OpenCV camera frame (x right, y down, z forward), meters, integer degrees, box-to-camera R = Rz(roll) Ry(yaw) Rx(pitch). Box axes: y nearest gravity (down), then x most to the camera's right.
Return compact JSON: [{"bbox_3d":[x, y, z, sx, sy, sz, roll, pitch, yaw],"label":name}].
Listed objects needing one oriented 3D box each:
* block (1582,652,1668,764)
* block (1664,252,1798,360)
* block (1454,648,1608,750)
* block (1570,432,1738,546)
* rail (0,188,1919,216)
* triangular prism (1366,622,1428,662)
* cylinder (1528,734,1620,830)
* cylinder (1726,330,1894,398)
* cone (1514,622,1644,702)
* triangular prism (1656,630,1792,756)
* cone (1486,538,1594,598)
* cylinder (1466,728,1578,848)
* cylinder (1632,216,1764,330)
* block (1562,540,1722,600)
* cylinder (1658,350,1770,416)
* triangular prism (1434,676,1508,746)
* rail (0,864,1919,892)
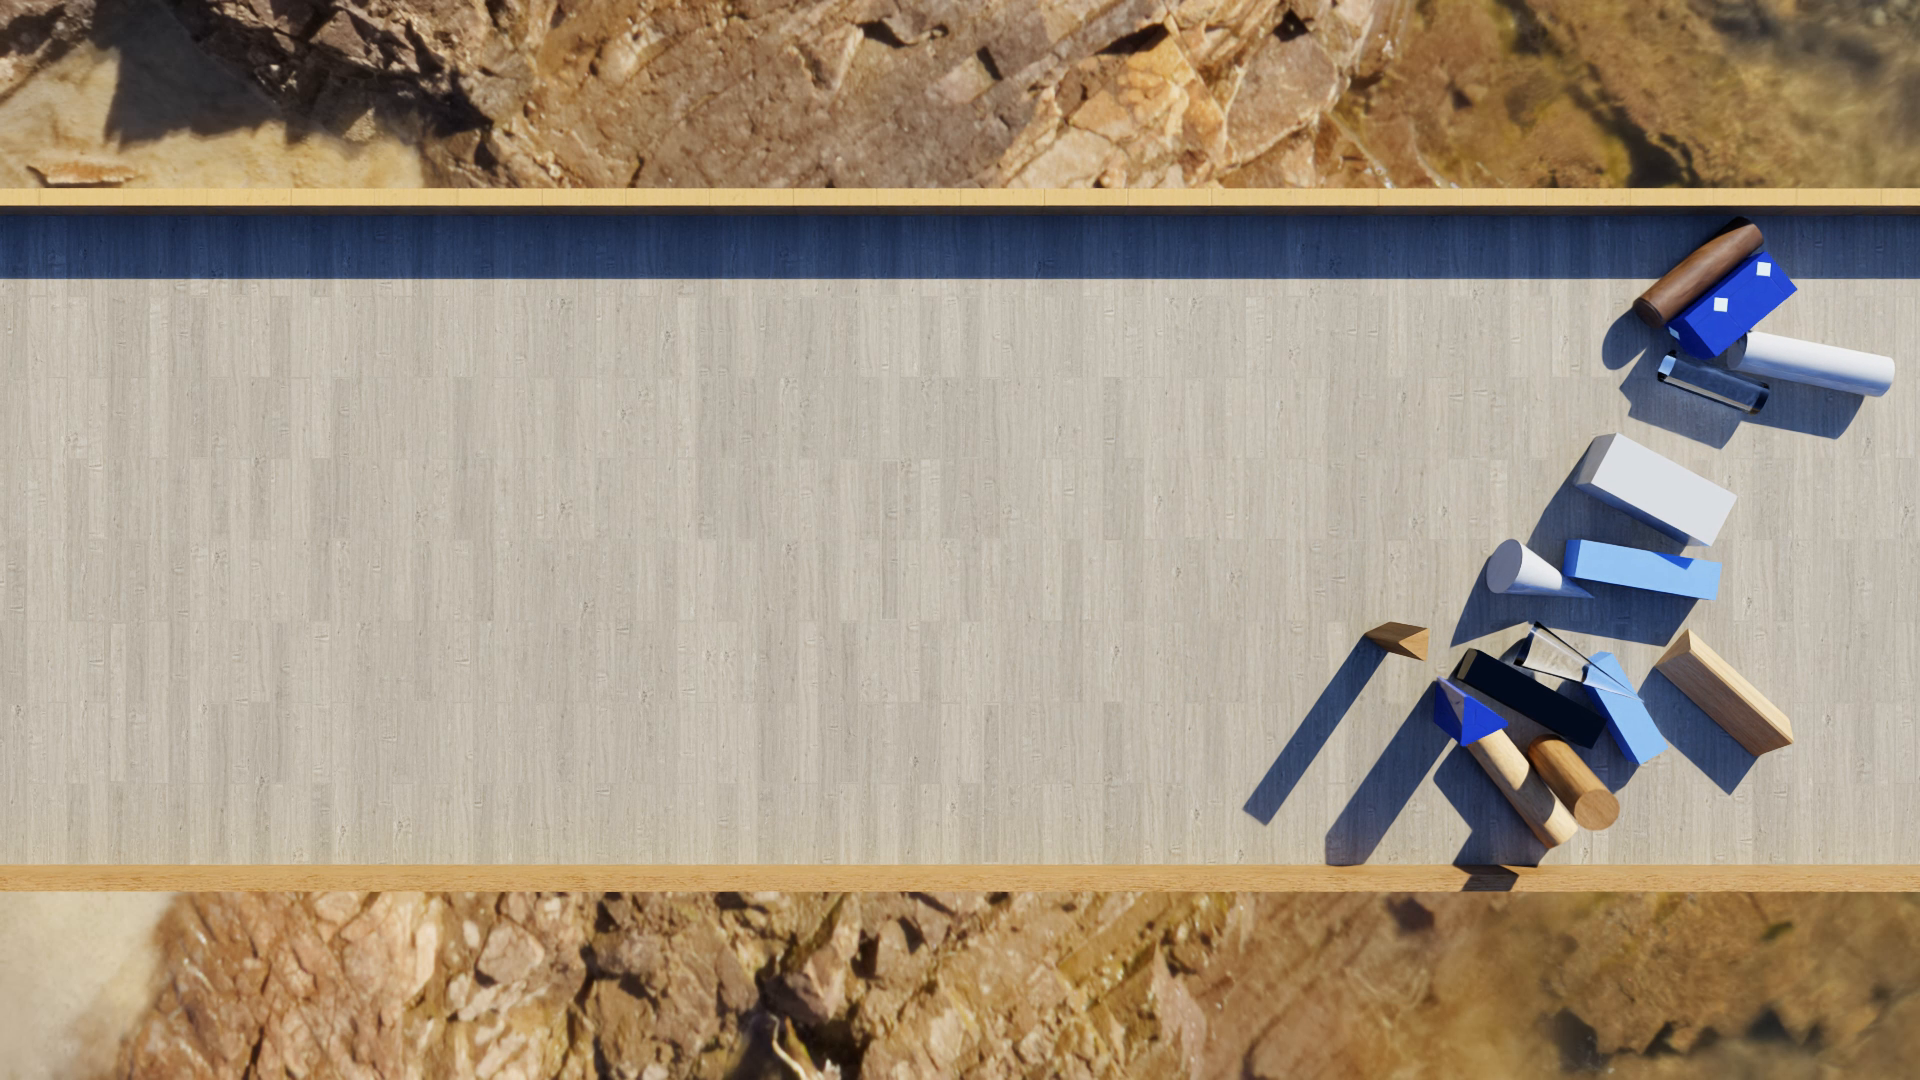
[{"bbox_3d":[2.011,0.510,5.026,0.100,0.100,0.332,-31,90,0],"label":"block"},{"bbox_3d":[2.334,-0.706,5.002,0.316,0.150,0.150,-40,90,0],"label":"block"},{"bbox_3d":[1.736,0.482,5.025,0.441,0.102,0.102,29,90,0],"label":"block"},{"bbox_3d":[2.096,-0.150,4.992,0.405,0.169,0.169,28,90,0],"label":"block"},{"bbox_3d":[-2.247,-1.025,5.002,12.000,0.150,0.050,0,90,0],"label":"rail"},{"bbox_3d":[1.304,0.284,4.873,0.093,0.407,0.080,35,90,0],"label":"triangular prism"},{"bbox_3d":[1.794,0.705,4.840,0.125,0.456,0.125,1,103,2],"label":"cylinder"},{"bbox_3d":[2.583,-0.537,5.014,0.450,0.125,0.125,11,90,0],"label":"cylinder"},{"bbox_3d":[1.870,0.395,4.941,0.376,0.151,0.151,28,90,20],"label":"cone"},{"bbox_3d":[2.341,0.469,5.006,0.415,0.133,0.154,42,90,0],"label":"triangular prism"},{"bbox_3d":[1.802,0.129,5.034,0.336,0.172,0.172,18,90,-15],"label":"cone"},{"bbox_3d":[1.703,0.740,5.019,0.116,0.116,0.408,-38,90,0],"label":"cylinder"},{"bbox_3d":[2.245,-0.812,5.019,0.400,0.116,0.116,-39,90,0],"label":"cylinder"},{"bbox_3d":[2.072,0.090,5.020,0.430,0.113,0.113,10,90,0],"label":"block"},{"bbox_3d":[2.294,-0.480,5.025,0.300,0.104,0.104,20,90,0],"label":"cylinder"},{"bbox_3d":[1.487,0.489,4.897,0.145,0.342,0.126,-27,93,5],"label":"triangular prism"},{"bbox_3d":[-2.247,1.025,5.001,12.000,0.150,0.050,0,90,0],"label":"rail"}]
